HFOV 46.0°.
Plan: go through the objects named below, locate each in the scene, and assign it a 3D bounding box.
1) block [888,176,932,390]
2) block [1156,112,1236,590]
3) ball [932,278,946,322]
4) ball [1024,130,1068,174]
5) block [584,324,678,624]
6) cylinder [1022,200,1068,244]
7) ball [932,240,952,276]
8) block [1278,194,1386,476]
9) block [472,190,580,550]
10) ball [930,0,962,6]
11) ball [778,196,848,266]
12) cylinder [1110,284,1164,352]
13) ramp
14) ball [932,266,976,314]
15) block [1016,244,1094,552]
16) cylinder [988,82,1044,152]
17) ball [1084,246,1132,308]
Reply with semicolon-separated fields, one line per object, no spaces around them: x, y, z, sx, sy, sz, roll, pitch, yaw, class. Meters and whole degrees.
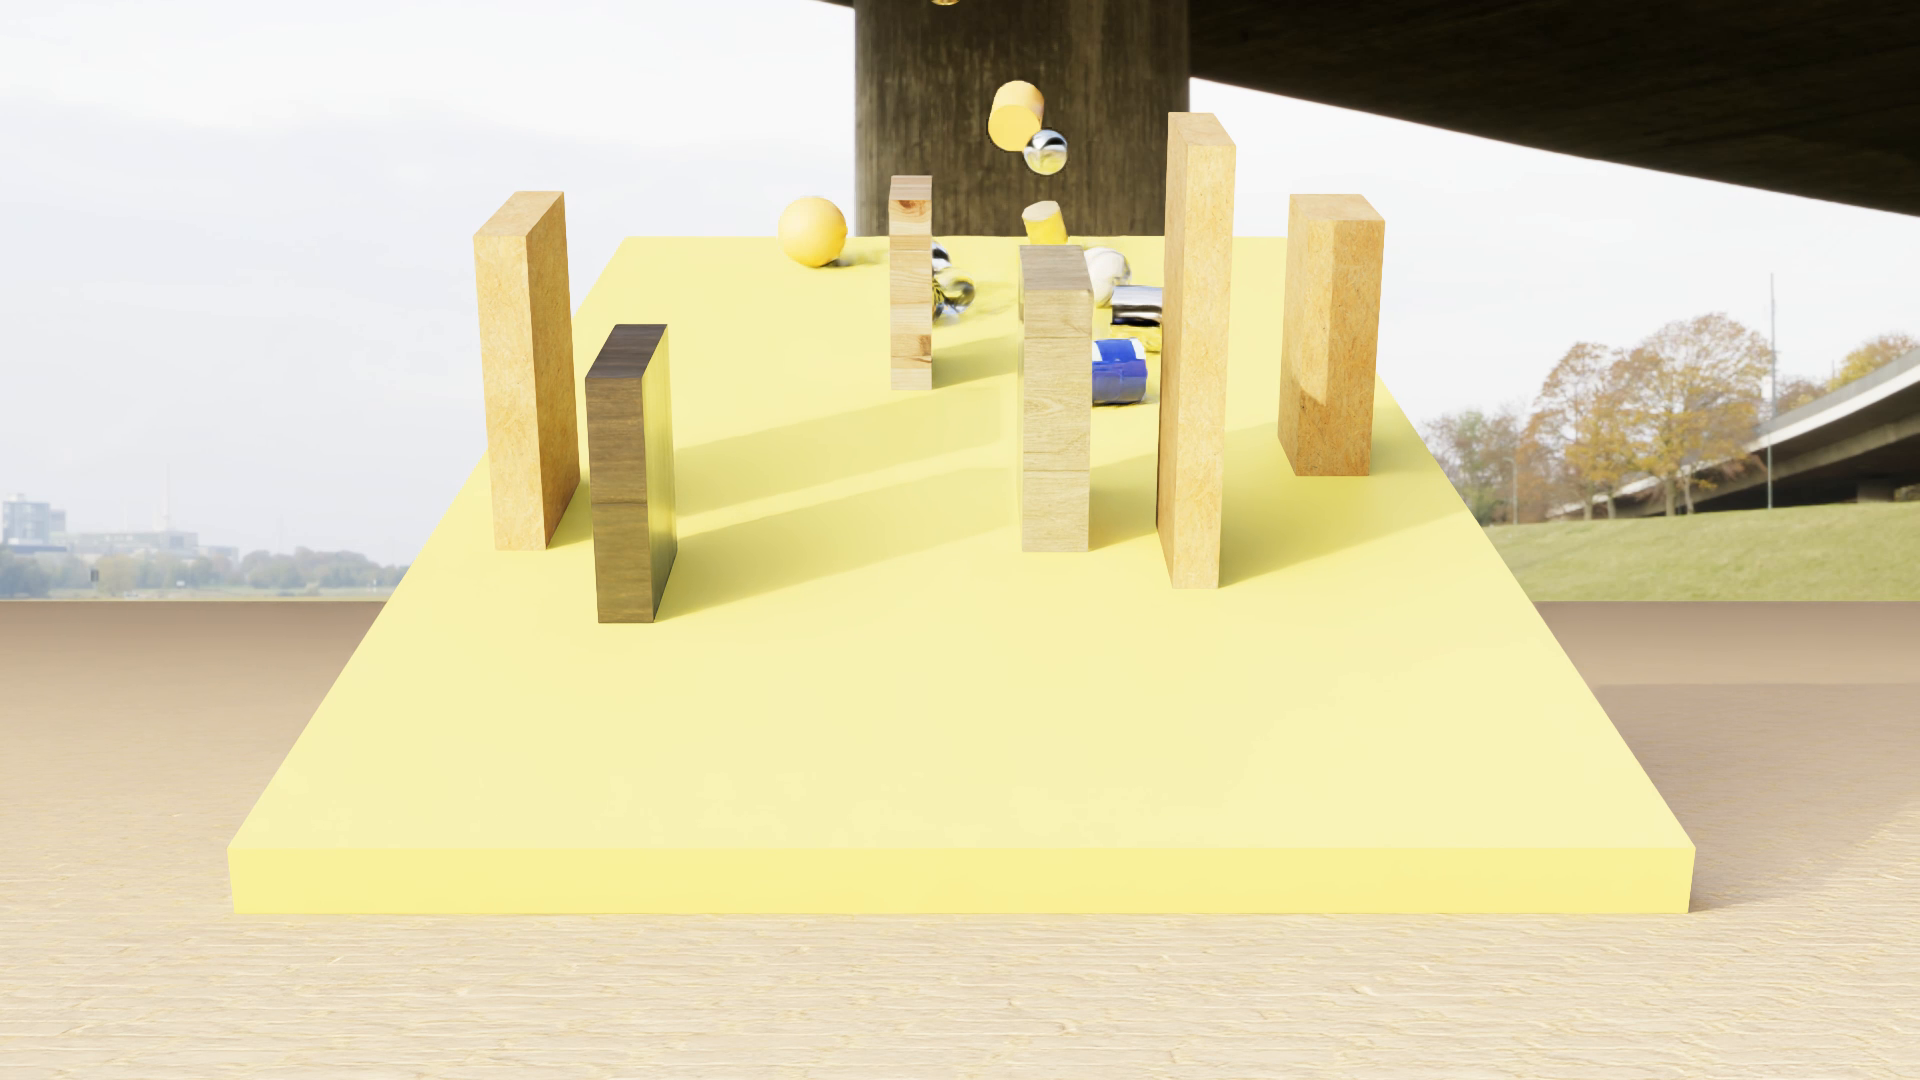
-0.114;-0.605;5.297;0.094;0.445;0.294;0;20;0;block
0.418;-0.343;4.051;0.081;0.787;0.356;0;20;0;block
-0.105;-0.614;5.785;0.136;0.136;0.136;0;-1;0;ball
0.241;-1.083;6.307;0.124;0.124;0.124;0;-1;0;ball
-0.571;-0.123;3.955;0.094;0.433;0.366;0;20;0;block
0.248;-0.908;6.560;0.110;0.110;0.110;-12;37;9;cylinder
-0.104;-0.727;6.052;0.168;0.168;0.168;0;-1;0;ball
0.763;-0.427;4.672;0.150;0.529;0.280;0;20;0;block
-0.817;-0.330;4.299;0.093;0.592;0.422;0;20;0;block
-0.041;-1.568;6.224;0.184;0.184;0.184;0;-1;0;ball
-0.420;-0.878;6.429;0.199;0.199;0.199;0;-1;0;ball
0.456;-0.543;5.545;0.160;0.160;0.160;3;-1;7;cylinder
-0.005;-0.203;4.979;2.000;0.100;4.000;0;20;0;ramp
-0.020;-0.651;5.904;0.125;0.125;0.125;0;-1;0;ball
0.176;-0.276;4.293;0.122;0.497;0.385;0;20;0;block
0.163;-1.215;6.484;0.148;0.148;0.148;0;37;9;cylinder
0.375;-0.696;5.977;0.161;0.161;0.161;0;-1;0;ball
